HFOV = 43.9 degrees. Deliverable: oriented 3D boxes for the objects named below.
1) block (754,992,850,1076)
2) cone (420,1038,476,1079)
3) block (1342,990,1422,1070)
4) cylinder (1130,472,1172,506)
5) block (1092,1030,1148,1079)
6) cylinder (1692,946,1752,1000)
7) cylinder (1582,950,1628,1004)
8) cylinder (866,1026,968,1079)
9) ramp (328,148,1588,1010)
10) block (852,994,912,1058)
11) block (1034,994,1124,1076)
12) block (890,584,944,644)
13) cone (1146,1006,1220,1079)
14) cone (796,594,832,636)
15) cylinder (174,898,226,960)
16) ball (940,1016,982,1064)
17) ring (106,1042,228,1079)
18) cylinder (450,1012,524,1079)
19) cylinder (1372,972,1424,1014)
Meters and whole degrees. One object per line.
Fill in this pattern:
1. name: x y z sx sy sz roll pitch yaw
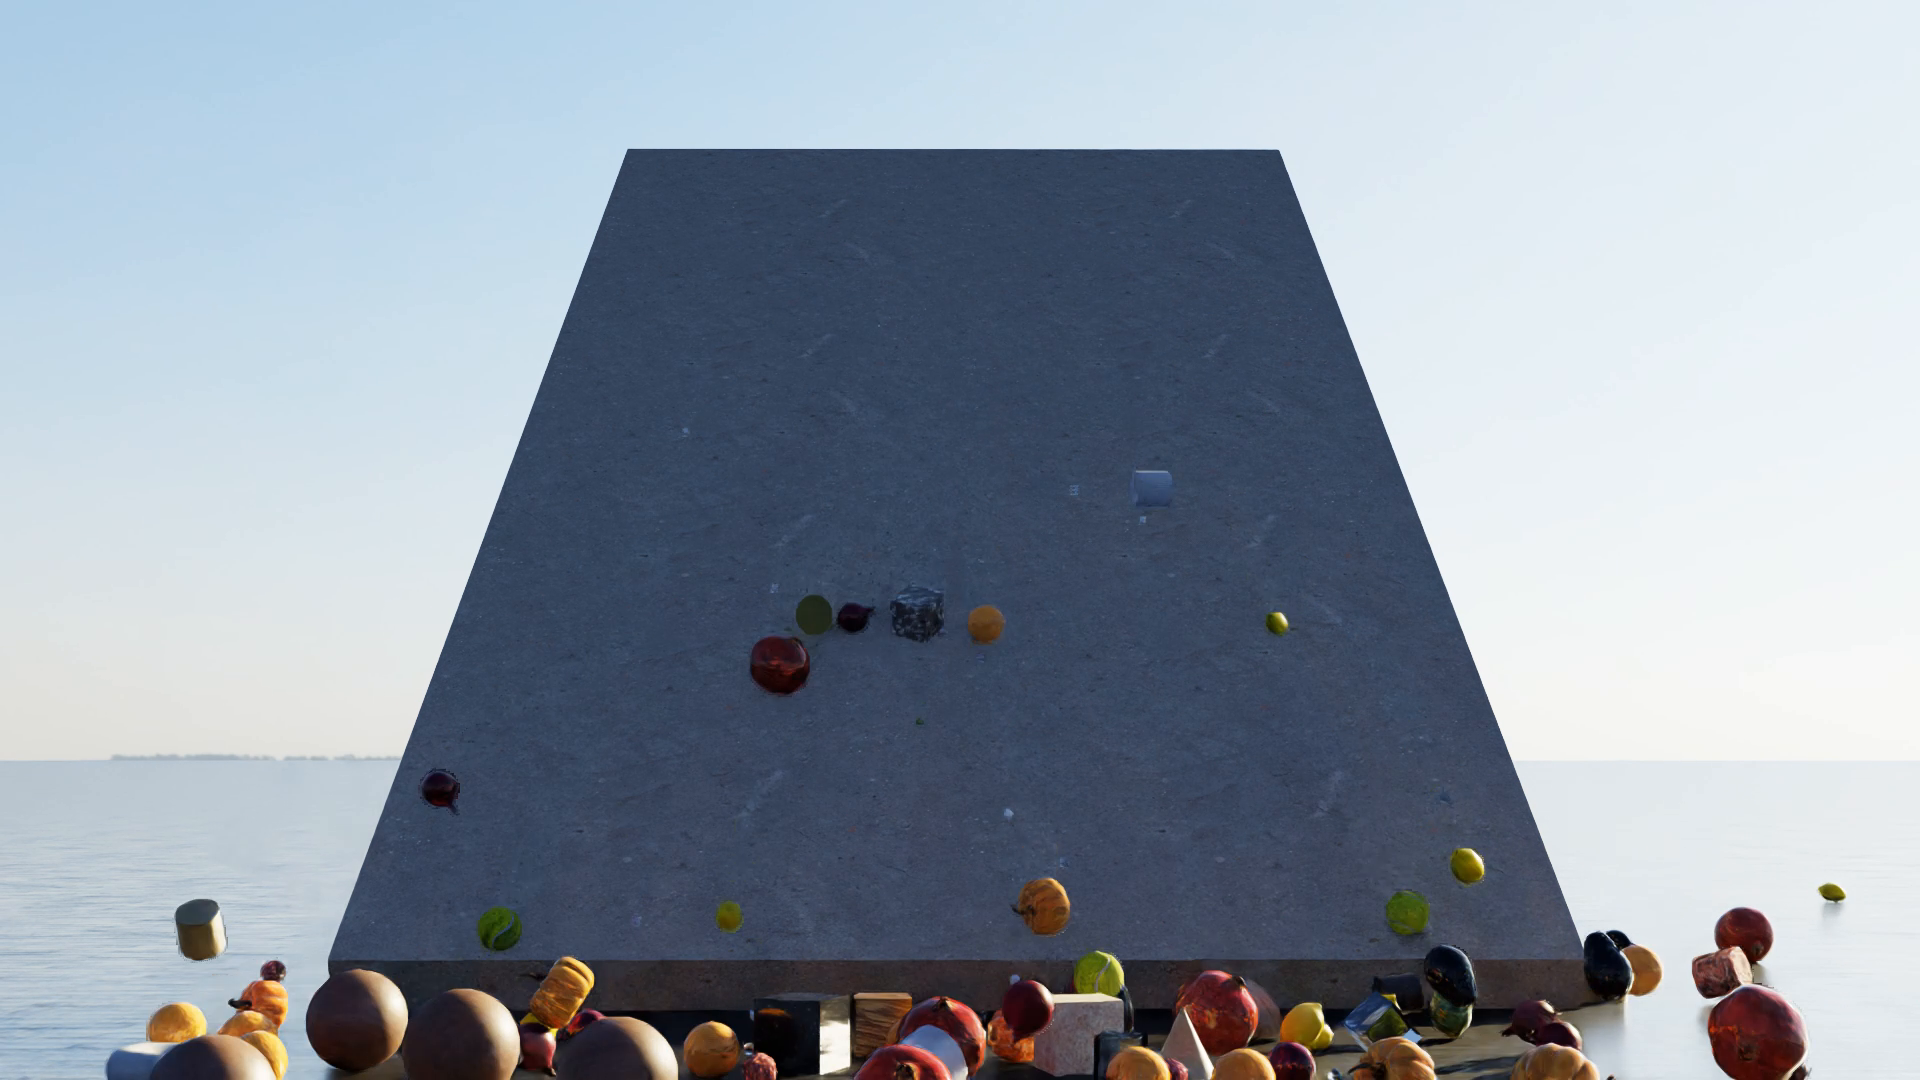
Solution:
1. block: -0.206 0.643 3.112 0.093 0.093 0.093 -2 -6 22
2. cone: -0.629 0.644 2.854 0.067 0.067 0.067 -40 -11 6
3. block: 0.538 0.625 3.042 0.061 0.061 0.061 -41 13 -7
4. cylinder: 0.375 -0.100 4.676 0.069 0.069 0.069 0 -5 -9
5. block: 0.201 0.648 2.979 0.058 0.058 0.058 0 -5 15
6. cylinder: 1.261 0.717 3.946 0.072 0.072 0.072 -23 -18 34
7. cylinder: 1.069 0.727 3.967 0.080 0.080 0.080 0 -5 0
8. cylinder: -0.047 0.580 2.586 0.079 0.079 0.079 -5 16 42
9. ramp: -0.011 -0.223 5.572 2.000 0.100 4.000 0 28 0
10. block: -0.107 0.665 3.269 0.078 0.078 0.078 1 -5 -6
11. block: 0.154 0.642 3.099 0.093 0.093 0.093 1 -5 -15
12. block: -0.084 0.144 4.686 0.076 0.076 0.076 14 31 24
13. cone: 0.278 0.629 2.971 0.096 0.096 0.096 0 -5 0
14. cone: -0.271 0.148 4.720 0.080 0.080 0.080 -2 -2 22
15. cylinder: -1.301 0.666 4.080 0.074 0.074 0.074 0 29 0
16. ball: -0.001 0.663 3.157 0.062 0.062 0.062 0 -5 0
17. ring: -0.981 0.652 2.949 0.144 0.048 0.144 1 -5 0
18. cylinder: -0.587 0.630 2.955 0.067 0.067 0.067 -19 4 -26
19. cylinder: 0.632 0.656 3.439 0.057 0.057 0.057 -5 -4 -7
